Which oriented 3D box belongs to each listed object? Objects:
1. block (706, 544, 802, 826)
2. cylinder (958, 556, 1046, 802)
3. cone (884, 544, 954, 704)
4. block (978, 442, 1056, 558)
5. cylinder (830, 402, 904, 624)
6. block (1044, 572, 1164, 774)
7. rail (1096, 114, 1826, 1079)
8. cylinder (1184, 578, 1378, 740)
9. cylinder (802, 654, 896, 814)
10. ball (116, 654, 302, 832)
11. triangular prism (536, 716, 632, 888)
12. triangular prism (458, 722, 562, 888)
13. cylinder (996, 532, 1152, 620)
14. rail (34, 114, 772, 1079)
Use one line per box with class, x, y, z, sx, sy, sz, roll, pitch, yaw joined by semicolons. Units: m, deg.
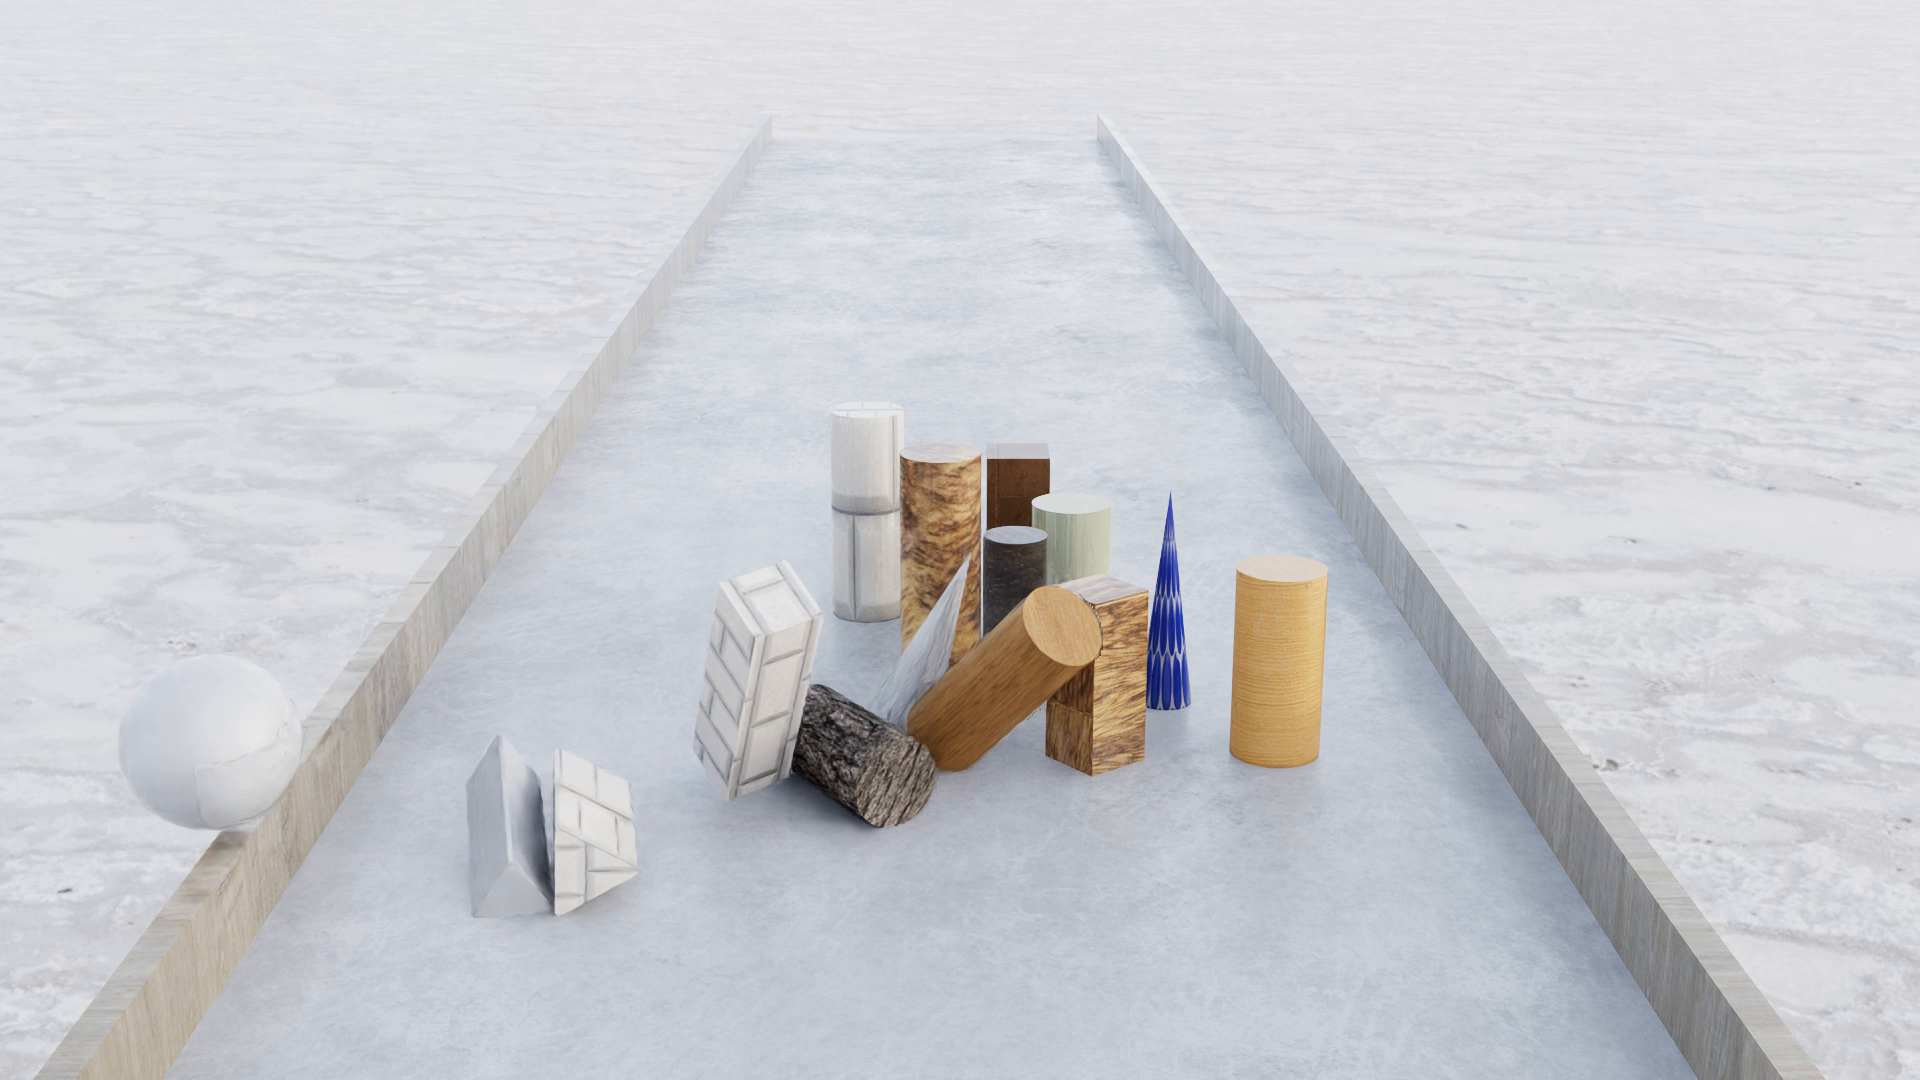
block;-0.338;0.238;3.626;0.123;0.446;0.123;2;17;6
cylinder;0.070;0.241;3.745;0.150;0.402;0.150;0;17;0
cone;-0.044;0.175;3.948;0.133;0.133;0.371;-3;39;-10
block;0.121;-0.017;4.659;0.131;0.355;0.131;6;18;19
cylinder;-0.194;-0.060;4.649;0.155;0.444;0.155;0;17;0
block;0.240;0.236;3.876;0.125;0.317;0.125;11;-19;24
rail;0.932;-0.844;7.801;0.050;0.150;12.000;0;17;-1
cylinder;0.564;0.214;3.901;0.161;0.161;0.345;-15;-17;-40
cylinder;-0.187;0.363;3.734;0.156;0.300;0.156;0;17;0
ball;-1.094;0.295;3.212;0.258;0.258;0.258;0;17;0
triangular prism;-0.578;0.449;3.476;0.121;0.342;0.140;-10;19;-30
triangular prism;-0.721;0.443;3.445;0.101;0.331;0.116;34;28;19
cylinder;0.220;0.082;4.385;0.157;0.157;0.323;-10;13;-31
rail;-1.118;-0.838;7.780;0.050;0.150;12.000;0;17;-1
